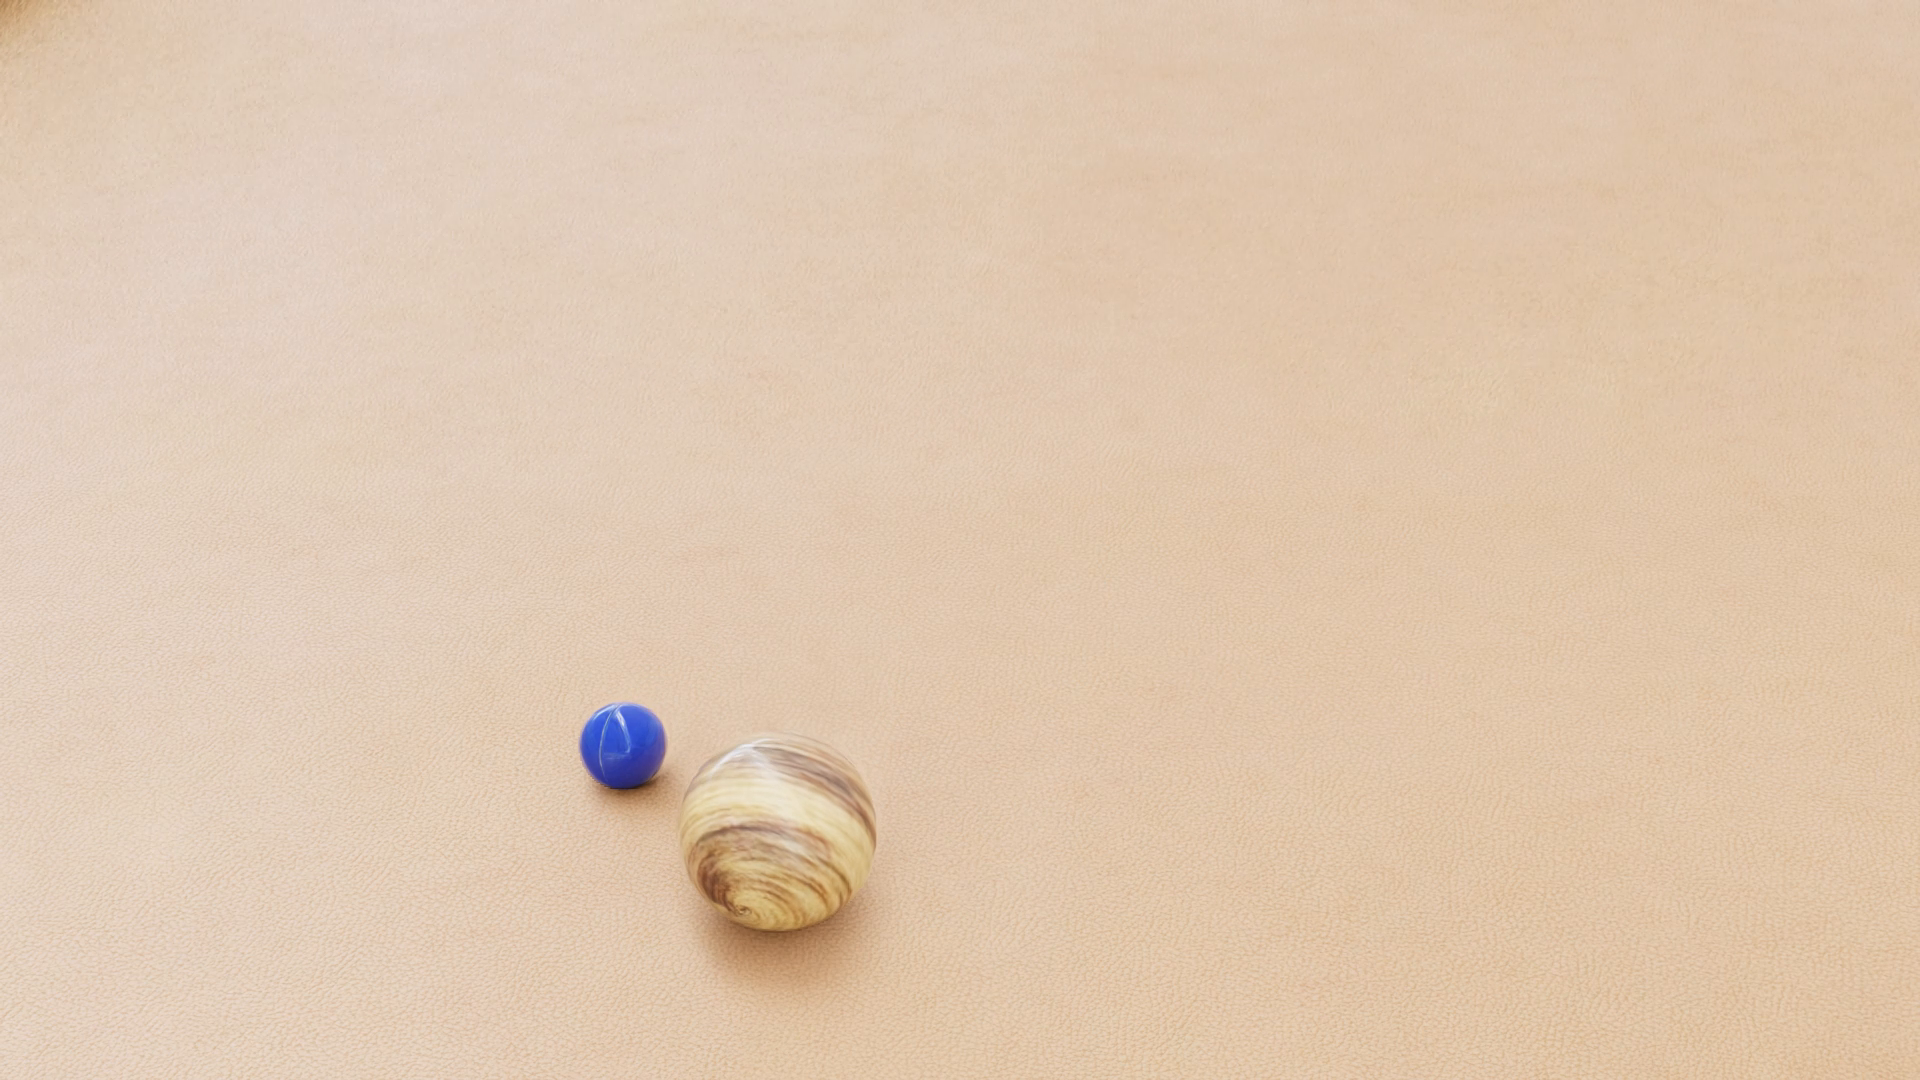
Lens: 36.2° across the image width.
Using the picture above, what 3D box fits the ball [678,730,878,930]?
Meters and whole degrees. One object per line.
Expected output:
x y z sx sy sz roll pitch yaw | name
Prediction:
-0.084 0.134 1.357 0.092 0.092 0.092 0 30 0 | ball

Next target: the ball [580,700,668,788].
-0.167 0.101 1.460 0.043 0.043 0.043 0 30 0 | ball
